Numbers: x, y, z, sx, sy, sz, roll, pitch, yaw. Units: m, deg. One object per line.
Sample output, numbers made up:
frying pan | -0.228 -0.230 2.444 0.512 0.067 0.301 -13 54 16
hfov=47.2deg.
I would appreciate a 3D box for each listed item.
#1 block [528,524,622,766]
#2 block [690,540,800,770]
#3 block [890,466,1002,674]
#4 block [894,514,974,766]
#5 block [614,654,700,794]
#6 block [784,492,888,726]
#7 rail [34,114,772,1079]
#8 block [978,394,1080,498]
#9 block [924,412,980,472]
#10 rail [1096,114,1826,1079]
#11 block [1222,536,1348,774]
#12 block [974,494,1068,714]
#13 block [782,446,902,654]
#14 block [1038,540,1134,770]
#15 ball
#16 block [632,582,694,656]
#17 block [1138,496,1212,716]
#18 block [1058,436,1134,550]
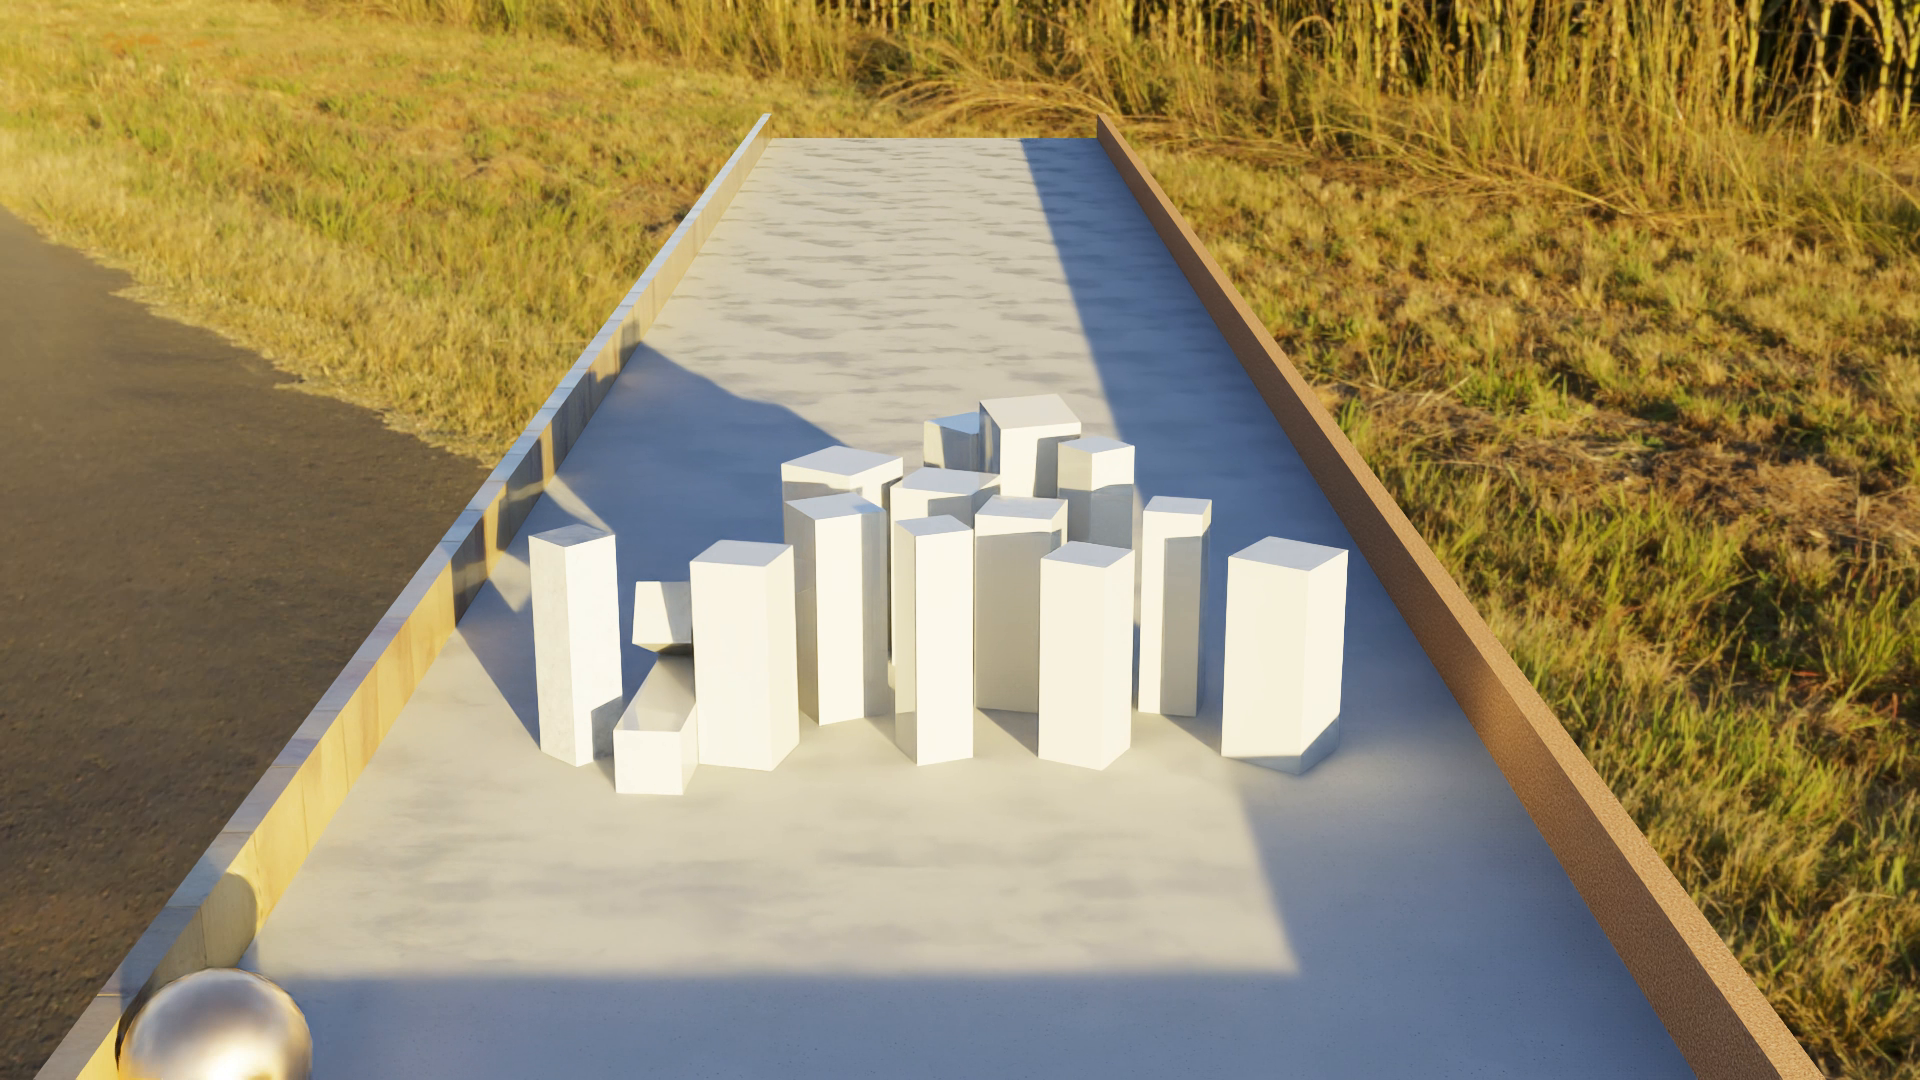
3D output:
block | -0.678 0.185 3.895 0.106 0.404 0.106 15 22 42
block | -0.378 0.202 3.888 0.137 0.374 0.137 4 17 16
block | -0.027 0.060 4.382 0.168 0.368 0.168 6 18 20
block | -0.047 0.177 3.891 0.106 0.422 0.106 -7 18 -22
block | -0.517 0.325 3.934 0.115 0.115 0.387 1 17 4
block | -0.230 0.127 4.108 0.142 0.395 0.142 -8 19 -26
rail | -1.118 -0.838 7.780 0.050 0.150 12.000 0 17 -1
block | 0.140 -0.056 4.574 0.167 0.455 0.167 -6 25 -13
block | 0.022 -0.067 4.769 0.147 0.385 0.147 -14 22 -41
rail | 0.932 -0.844 7.801 0.050 0.150 12.000 0 17 -1
block | 0.574 0.202 3.895 0.154 0.372 0.154 11 20 33
block | 0.115 0.120 4.158 0.144 0.379 0.144 4 17 14
block | -0.232 0.033 4.412 0.170 0.399 0.170 11 21 33
block | 0.224 0.203 3.891 0.123 0.372 0.123 9 19 27
ball | -0.908 0.637 2.688 0.226 0.226 0.226 0 17 0
block | -0.489 0.169 4.158 0.113 0.113 0.380 -1 -12 15
block | 0.403 0.124 4.122 0.109 0.392 0.109 4 17 14
block | 0.267 0.023 4.382 0.106 0.439 0.106 -12 20 -34
